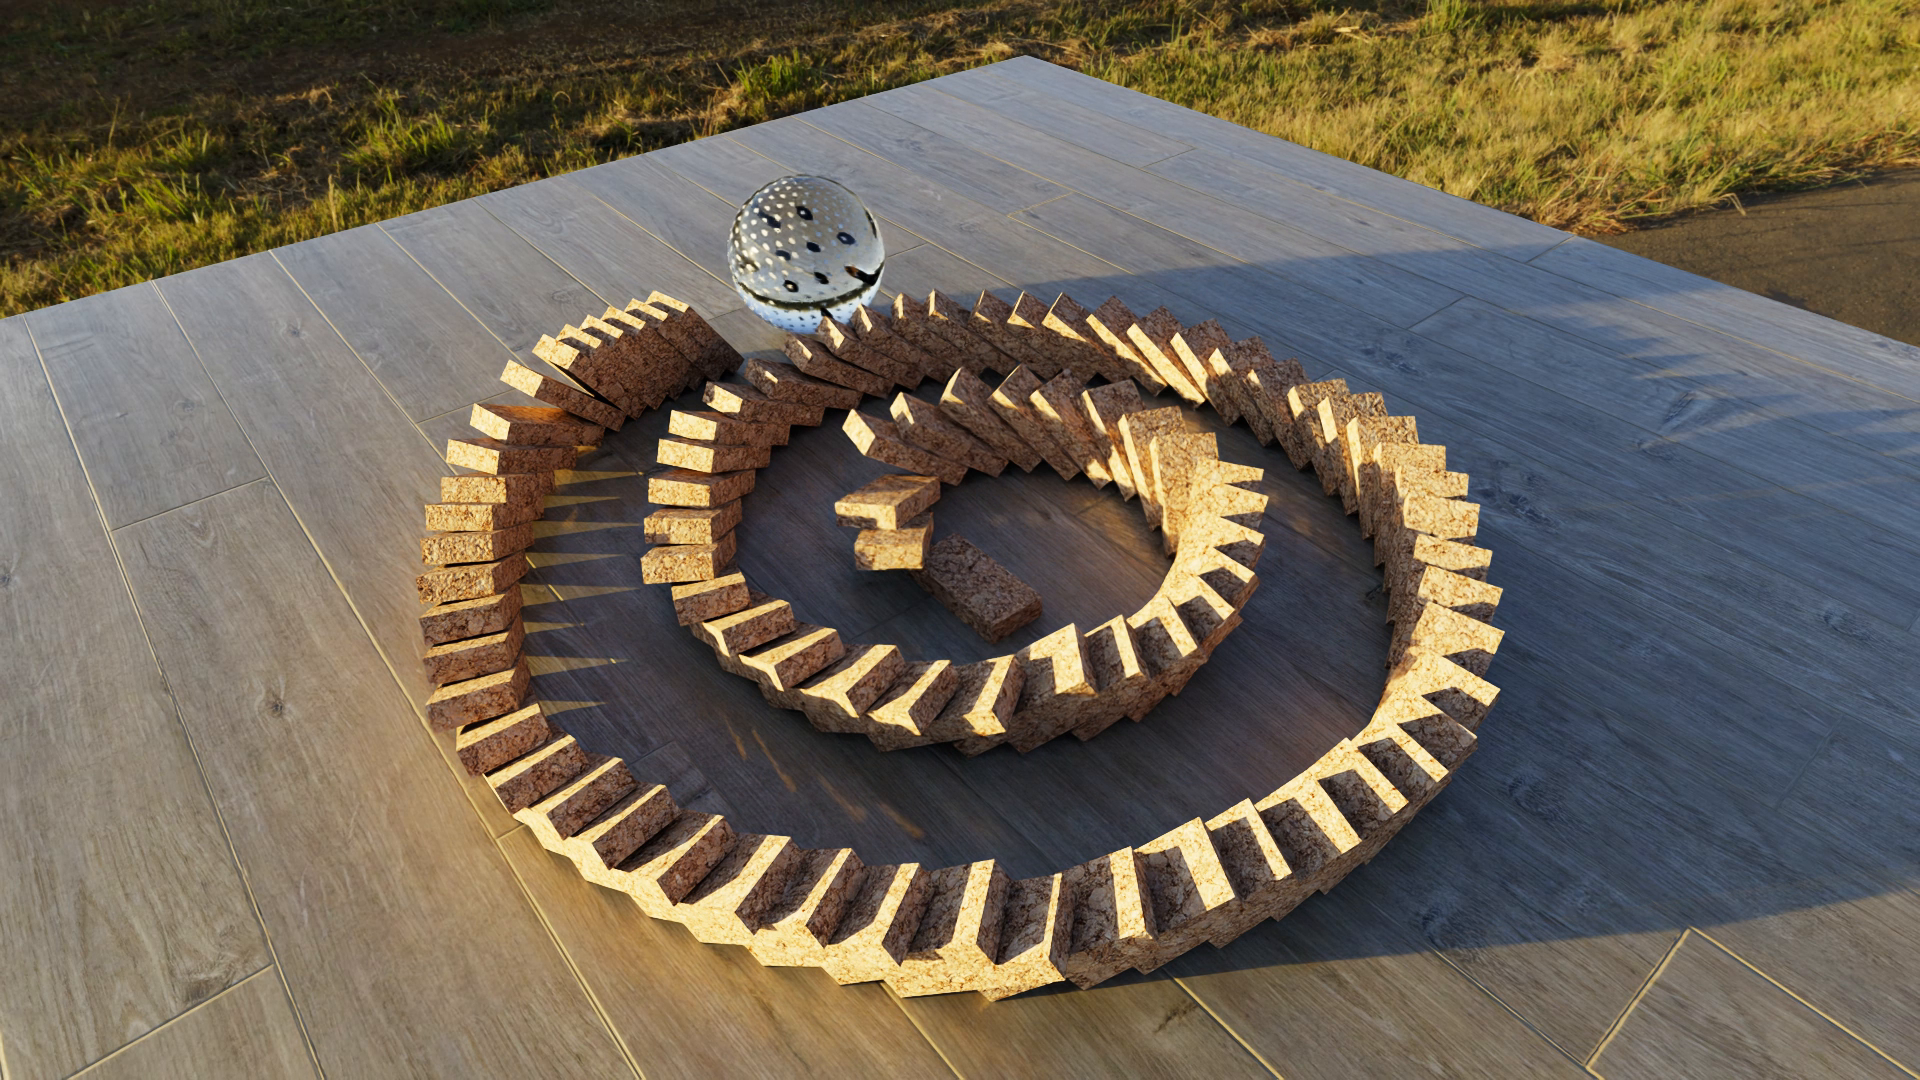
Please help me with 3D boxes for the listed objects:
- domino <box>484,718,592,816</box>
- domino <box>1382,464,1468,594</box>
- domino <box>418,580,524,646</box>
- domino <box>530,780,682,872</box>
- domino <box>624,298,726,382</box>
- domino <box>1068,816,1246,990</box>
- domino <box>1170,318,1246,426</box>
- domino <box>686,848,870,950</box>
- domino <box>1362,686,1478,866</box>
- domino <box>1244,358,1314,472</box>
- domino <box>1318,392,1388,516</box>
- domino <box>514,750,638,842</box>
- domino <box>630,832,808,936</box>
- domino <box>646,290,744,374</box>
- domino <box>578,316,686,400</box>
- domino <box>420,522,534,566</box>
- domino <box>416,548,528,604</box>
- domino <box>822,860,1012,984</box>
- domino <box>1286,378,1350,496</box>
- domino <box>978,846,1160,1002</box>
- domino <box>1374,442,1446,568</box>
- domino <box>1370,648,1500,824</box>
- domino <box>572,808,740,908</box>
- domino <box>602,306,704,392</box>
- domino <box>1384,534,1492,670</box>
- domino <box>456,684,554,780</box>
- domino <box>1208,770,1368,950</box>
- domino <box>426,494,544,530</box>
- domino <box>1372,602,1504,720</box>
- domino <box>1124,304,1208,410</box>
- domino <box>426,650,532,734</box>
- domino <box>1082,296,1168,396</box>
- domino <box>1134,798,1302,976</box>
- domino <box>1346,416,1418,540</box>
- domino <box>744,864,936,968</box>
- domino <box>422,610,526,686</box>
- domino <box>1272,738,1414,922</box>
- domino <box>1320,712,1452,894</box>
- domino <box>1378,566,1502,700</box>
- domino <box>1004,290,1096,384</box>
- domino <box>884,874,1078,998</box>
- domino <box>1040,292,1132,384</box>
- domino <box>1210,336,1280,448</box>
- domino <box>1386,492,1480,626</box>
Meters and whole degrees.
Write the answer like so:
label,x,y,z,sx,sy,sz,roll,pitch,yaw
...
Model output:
label,x,y,z,sx,sy,sz,roll,pitch,yaw
domino,-0.132,0.068,0.338,0.025,0.009,0.050,-32,15,-26
domino,0.180,-0.002,0.425,0.025,0.010,0.050,10,75,9
domino,-0.173,0.025,0.392,0.025,0.009,0.050,-12,10,-13
domino,-0.105,0.082,0.323,0.025,0.010,0.050,-37,18,-36
domino,-0.137,-0.095,0.531,0.025,0.050,0.009,26,80,28
domino,0.050,0.100,0.301,0.050,0.009,0.025,-31,41,12
domino,0.124,-0.080,0.523,0.025,0.010,0.050,-25,74,-27
domino,-0.051,0.099,0.304,0.050,0.010,0.025,-13,28,37
domino,0.131,0.072,0.338,0.050,0.010,0.025,-44,51,-5
domino,0.152,-0.057,0.496,0.025,0.009,0.050,-17,69,-20
domino,0.171,-0.037,0.466,0.025,0.010,0.050,-7,76,-11
domino,-0.118,0.075,0.330,0.025,0.010,0.050,-36,17,-33
domino,-0.068,0.095,0.308,0.050,0.009,0.025,-9,30,42
domino,-0.129,-0.101,0.537,0.025,0.050,0.009,26,80,28
domino,-0.154,-0.085,0.518,0.025,0.050,0.010,26,80,28
domino,-0.184,0.001,0.422,0.025,0.010,0.050,-4,7,-5
domino,-0.180,0.013,0.409,0.025,0.009,0.050,-6,9,-8
domino,-0.012,0.103,0.297,0.050,0.009,0.025,-19,31,28
domino,0.164,-0.045,0.481,0.025,0.010,0.050,-11,69,-13
domino,0.027,0.104,0.298,0.050,0.009,0.025,-25,36,17
domino,0.179,-0.013,0.438,0.025,0.009,0.050,4,75,5
domino,0.146,0.062,0.350,0.025,0.010,0.050,34,79,34
domino,-0.089,0.089,0.316,0.050,0.009,0.025,-6,27,45
domino,-0.146,-0.091,0.525,0.025,0.050,0.009,27,81,28
domino,0.171,0.025,0.394,0.025,0.010,0.050,15,72,18
domino,-0.145,0.060,0.349,0.025,0.009,0.050,-26,13,-21
domino,0.086,0.090,0.312,0.050,0.009,0.025,-36,47,7
domino,-0.188,-0.011,0.437,0.025,0.009,0.050,0,7,1
domino,0.158,0.048,0.365,0.025,0.009,0.050,25,75,25
domino,0.106,-0.089,0.533,0.025,0.010,0.050,-36,81,-35
domino,-0.158,0.049,0.363,0.025,0.010,0.050,-16,10,-15
domino,0.086,-0.096,0.541,0.050,0.010,0.025,44,48,2
domino,0.066,0.096,0.306,0.050,0.009,0.025,-34,41,9
domino,0.176,-0.026,0.453,0.025,0.010,0.050,-1,75,-4
domino,-0.033,0.102,0.299,0.050,0.009,0.025,-15,29,34
domino,-0.167,0.037,0.380,0.025,0.010,0.050,-12,11,-14
domino,0.102,0.084,0.320,0.050,0.010,0.025,-41,50,3
domino,0.117,0.078,0.327,0.050,0.009,0.025,-43,50,2
domino,0.166,0.036,0.380,0.025,0.009,0.050,20,74,21
domino,0.047,-0.101,0.546,0.050,0.010,0.025,34,40,-10
domino,0.005,0.106,0.295,0.050,0.009,0.025,-18,32,27
domino,0.065,-0.099,0.544,0.050,0.009,0.025,37,41,-6
domino,0.140,-0.069,0.511,0.025,0.010,0.050,-20,71,-22
domino,0.177,0.009,0.411,0.025,0.009,0.050,11,75,13
